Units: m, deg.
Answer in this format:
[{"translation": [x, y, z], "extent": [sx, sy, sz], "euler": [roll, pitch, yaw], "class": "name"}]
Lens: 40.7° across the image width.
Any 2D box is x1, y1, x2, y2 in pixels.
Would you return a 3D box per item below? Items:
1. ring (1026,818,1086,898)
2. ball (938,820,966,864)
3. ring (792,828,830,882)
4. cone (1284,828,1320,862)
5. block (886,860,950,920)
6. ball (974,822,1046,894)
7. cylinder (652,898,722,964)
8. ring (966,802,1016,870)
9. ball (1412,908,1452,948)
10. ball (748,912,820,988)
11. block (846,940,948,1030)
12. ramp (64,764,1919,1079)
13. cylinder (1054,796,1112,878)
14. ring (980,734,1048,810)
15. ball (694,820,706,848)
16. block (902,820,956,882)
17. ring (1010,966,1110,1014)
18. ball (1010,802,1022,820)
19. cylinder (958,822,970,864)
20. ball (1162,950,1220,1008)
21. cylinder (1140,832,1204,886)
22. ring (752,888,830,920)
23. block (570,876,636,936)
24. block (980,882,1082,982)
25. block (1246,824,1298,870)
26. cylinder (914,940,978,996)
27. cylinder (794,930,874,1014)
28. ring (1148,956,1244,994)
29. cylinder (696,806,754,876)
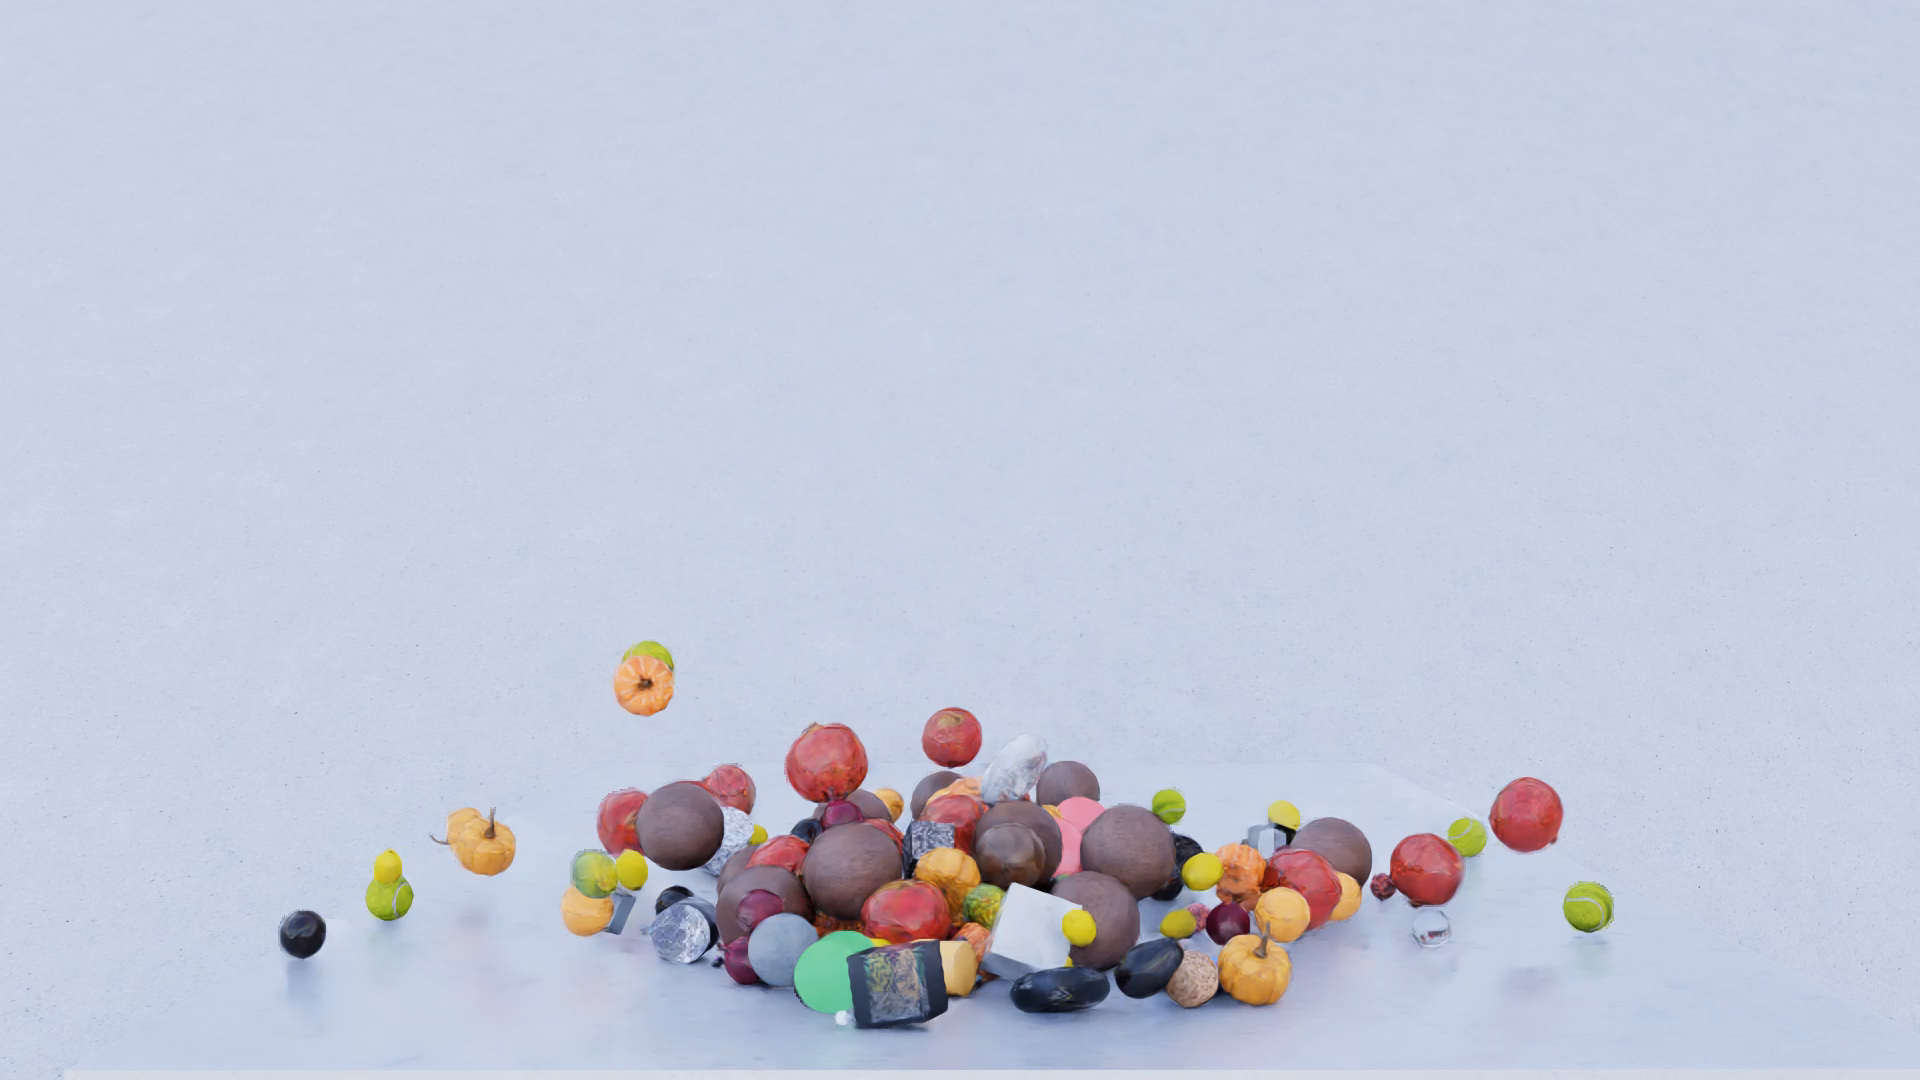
[{"translation": [0.128, 0.490, 3.955], "extent": [0.143, 0.048, 0.143], "euler": [-25, 43, 26], "class": "ring"}, {"translation": [-0.025, 0.521, 4.454], "extent": [0.081, 0.081, 0.081], "euler": [0, 31, 0], "class": "ball"}, {"translation": [-0.245, 0.517, 4.250], "extent": [0.032, 0.097, 0.097], "euler": [24, 26, -19], "class": "ring"}, {"translation": [0.550, 0.509, 4.229], "extent": [0.055, 0.055, 0.055], "euler": [-40, 39, -1], "class": "cone"}, {"translation": [-0.058, 0.478, 3.600], "extent": [0.060, 0.060, 0.060], "euler": [35, 69, 24], "class": "block"}, {"translation": [0.067, 0.426, 3.464], "extent": [0.096, 0.096, 0.096], "euler": [0, 31, 0], "class": "ball"}, {"translation": [-0.361, 0.517, 3.432], "extent": [0.077, 0.077, 0.077], "euler": [4, 0, 6], "class": "cylinder"}, {"translation": [0.051, 0.475, 4.146], "extent": [0.041, 0.123, 0.123], "euler": [7, 30, 31], "class": "ring"}, {"translation": [0.641, 0.529, 3.524], "extent": [0.053, 0.053, 0.053], "euler": [0, 31, 0], "class": "ball"}, {"translation": [-0.216, 0.505, 3.186], "extent": [0.091, 0.091, 0.091], "euler": [0, 31, 0], "class": "ball"}, {"translation": [-0.070, 0.505, 2.944], "extent": [0.082, 0.082, 0.082], "euler": [-10, -4, 19], "class": "block"}, {"translation": [0.069, 0.613, 4.687], "extent": [2.000, 0.100, 4.000], "euler": [0, 0, 0], "class": "ramp"}, {"translation": [0.188, 0.479, 4.174], "extent": [0.093, 0.093, 0.093], "euler": [8, 46, -9], "class": "cylinder"}, {"translation": [0.081, 0.344, 3.835], "extent": [0.044, 0.131, 0.131], "euler": [37, 45, 22], "class": "ring"}, {"translation": [-0.426, 0.524, 4.524], "extent": [0.078, 0.078, 0.078], "euler": [0, 31, 0], "class": "ball"}, {"translation": [-0.043, 0.420, 3.491], "extent": [0.058, 0.058, 0.058], "euler": [6, 52, -13], "class": "block"}, {"translation": [0.116, 0.523, 3.005], "extent": [0.116, 0.116, 0.039], "euler": [-4, 70, -7], "class": "ring"}, {"translation": [0.095, 0.539, 5.162], "extent": [0.054, 0.054, 0.054], "euler": [0, 31, 0], "class": "ball"}, {"translation": [0.016, 0.527, 4.517], "extent": [0.070, 0.070, 0.070], "euler": [22, 12, 32], "class": "cylinder"}, {"translation": [0.273, 0.519, 3.066], "extent": [0.067, 0.067, 0.067], "euler": [0, 31, 0], "class": "ball"}, {"translation": [0.347, 0.520, 4.232], "extent": [0.080, 0.080, 0.080], "euler": [-12, 3, -19], "class": "cylinder"}, {"translation": [-0.249, 0.539, 3.830], "extent": [0.116, 0.039, 0.116], "euler": [0, 0, 0], "class": "ring"}, {"translation": [-0.498, 0.509, 3.607], "extent": [0.056, 0.056, 0.056], "euler": [23, 1, -43], "class": "block"}, {"translation": [0.086, 0.482, 3.138], "extent": [0.090, 0.090, 0.090], "euler": [19, 66, 0], "class": "block"}, {"translation": [0.528, 0.518, 4.383], "extent": [0.061, 0.061, 0.061], "euler": [22, -25, -38], "class": "block"}, {"translation": [-0.023, 0.520, 3.149], "extent": [0.065, 0.065, 0.065], "euler": [-2, 28, 27], "class": "cylinder"}, {"translation": [-0.144, 0.510, 3.062], "extent": [0.086, 0.086, 0.086], "euler": [6, 1, 10], "class": "cylinder"}, {"translation": [0.290, 0.534, 3.178], "extent": [0.116, 0.039, 0.116], "euler": [1, -4, 0], "class": "ring"}, {"translation": [-0.391, 0.500, 4.300], "extent": [0.082, 0.082, 0.082], "euler": [11, 42, -10], "class": "cylinder"}]
